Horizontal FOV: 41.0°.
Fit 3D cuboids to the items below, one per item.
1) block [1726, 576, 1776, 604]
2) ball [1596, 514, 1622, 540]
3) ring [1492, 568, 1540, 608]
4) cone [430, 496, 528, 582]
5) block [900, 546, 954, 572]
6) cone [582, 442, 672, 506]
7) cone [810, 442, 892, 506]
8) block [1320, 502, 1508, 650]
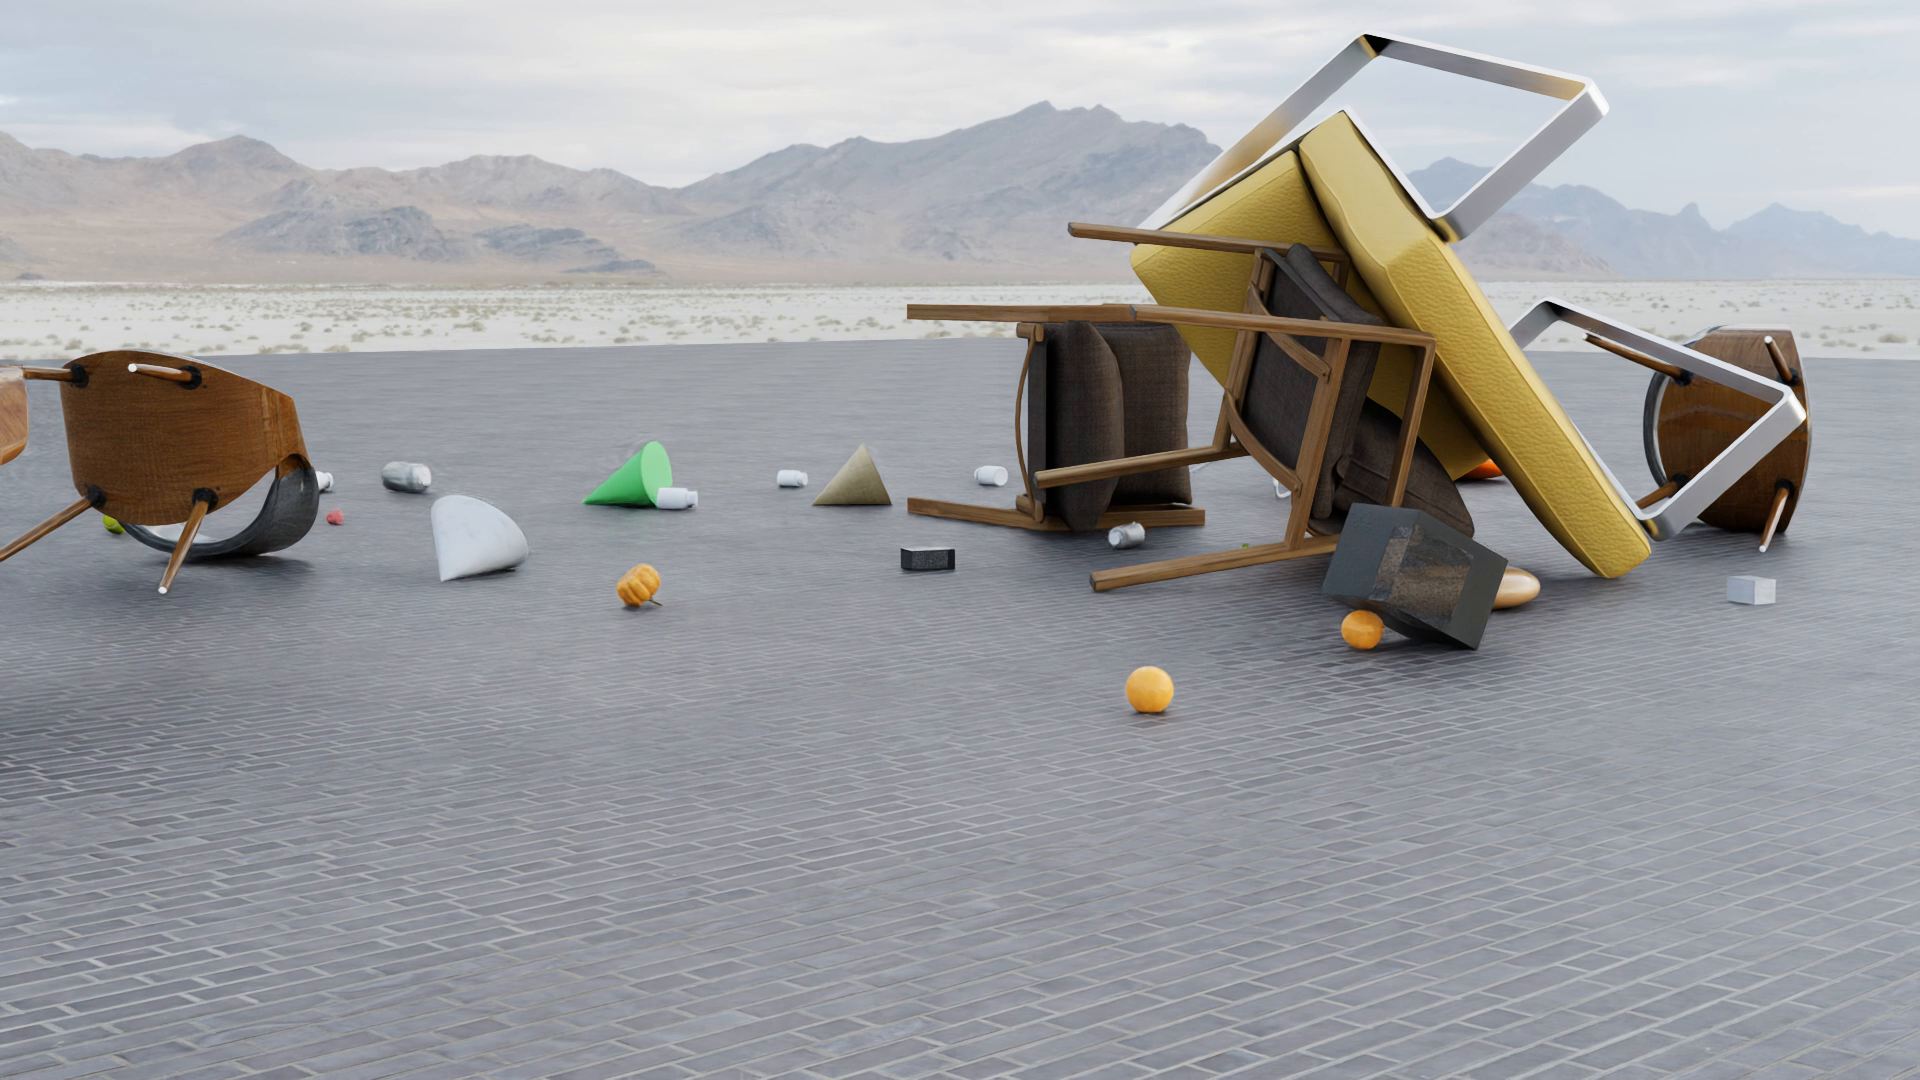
[{"bbox_3d":[1.603,0.101,5.199,0.054,0.048,0.080,-3,6,-25],"label":"block"},{"bbox_3d":[1.621,-0.031,6.404,0.064,0.064,0.064,0,6,0],"label":"ball"},{"bbox_3d":[0.960,0.092,5.164,0.407,0.075,0.349,0,5,9],"label":"ring"},{"bbox_3d":[-1.098,0.036,5.642,0.238,0.158,0.234,29,30,-3],"label":"cone"},{"bbox_3d":[-0.072,0.042,5.782,0.105,0.045,0.066,-2,6,-23],"label":"block"},{"bbox_3d":[-0.986,-0.148,7.406,0.256,0.159,0.251,-20,33,18],"label":"cone"},{"bbox_3d":[-0.334,-0.146,7.380,0.215,0.204,0.140,-26,26,-3],"label":"cone"},{"bbox_3d":[0.805,0.064,4.544,0.238,0.171,0.172,26,-9,-33],"label":"block"}]
